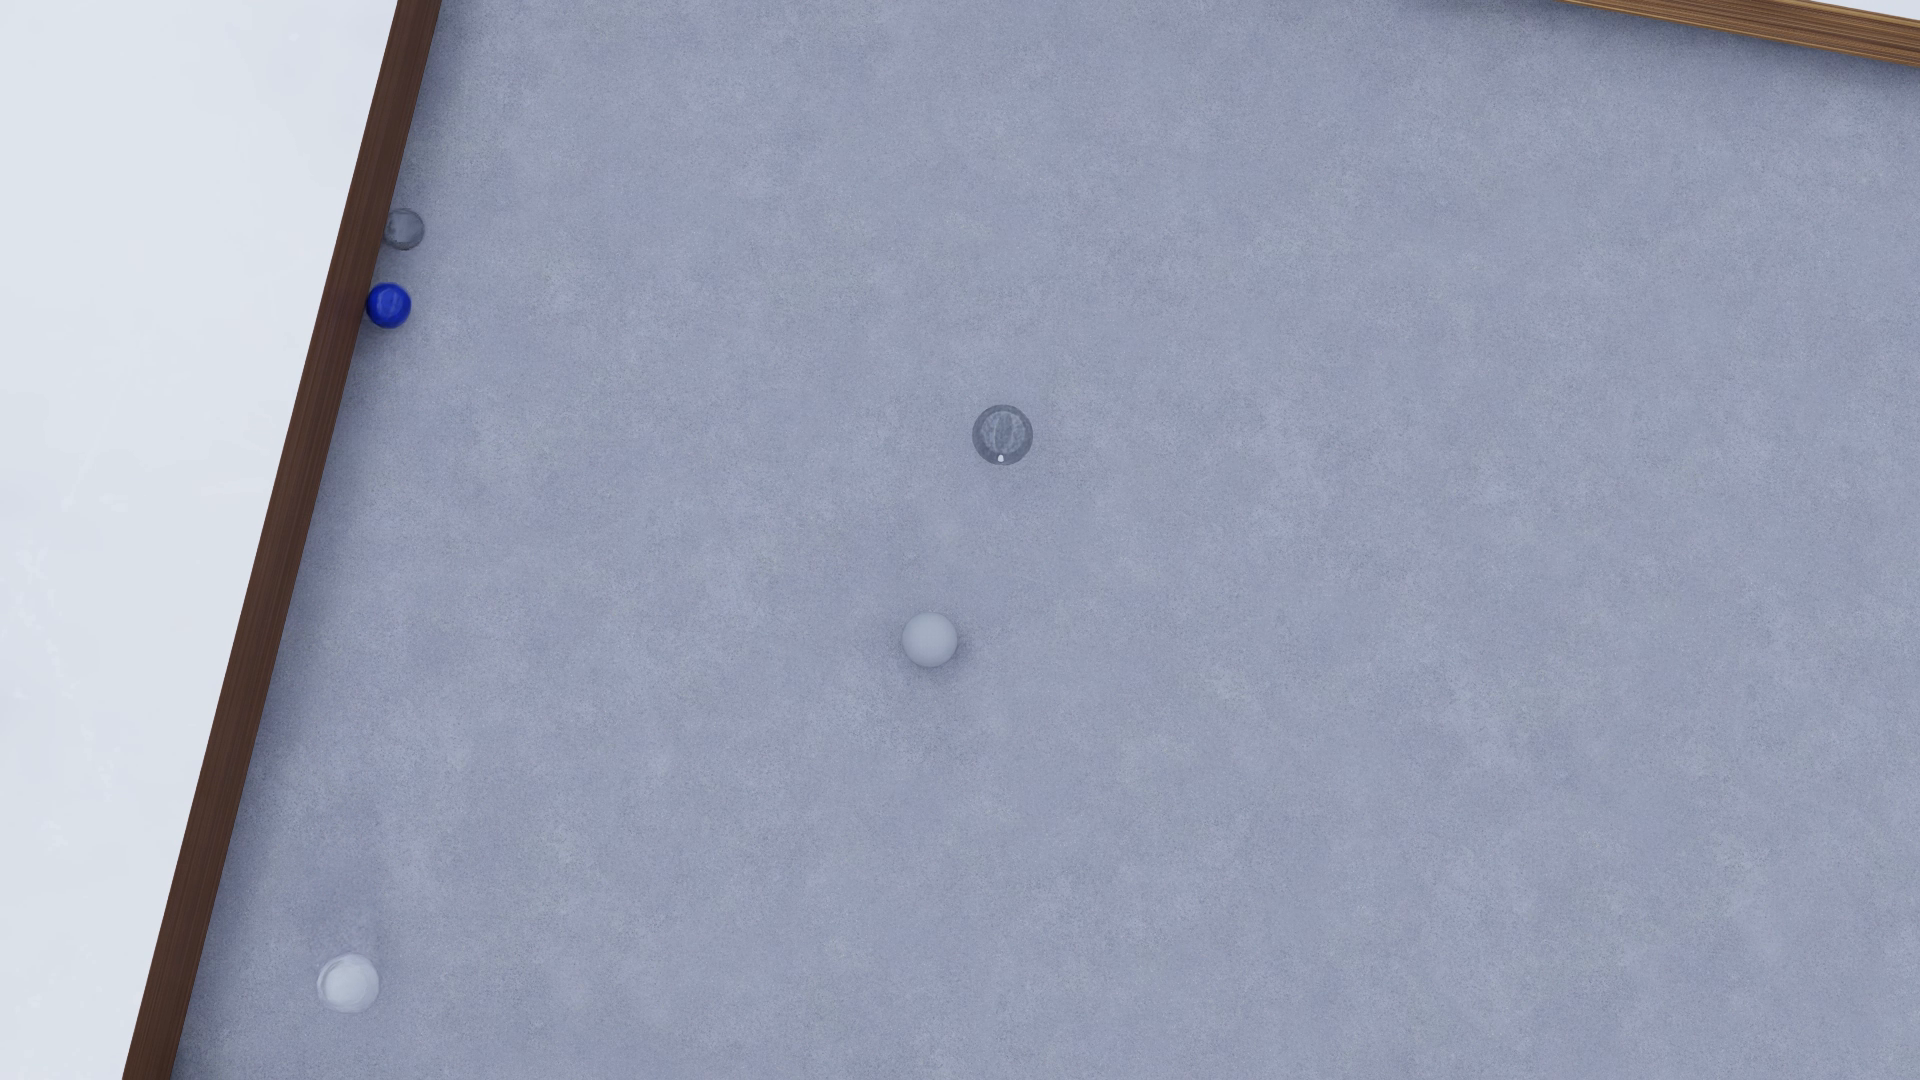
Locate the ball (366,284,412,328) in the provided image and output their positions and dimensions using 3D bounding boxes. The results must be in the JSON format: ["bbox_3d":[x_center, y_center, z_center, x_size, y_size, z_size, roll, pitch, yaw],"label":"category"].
[{"bbox_3d":[-0.871,-0.356,3.349,0.068,0.068,0.068,0,80,0],"label":"ball"}]

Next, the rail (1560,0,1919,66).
[{"bbox_3d":[1.177,-0.810,3.402,3.990,0.121,0.045,11,80,2],"label":"rail"}]

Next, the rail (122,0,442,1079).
[{"bbox_3d":[-0.956,-0.189,3.292,0.045,0.121,2.107,11,80,2],"label":"rail"}]

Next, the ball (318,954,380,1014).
[{"bbox_3d":[-0.880,0.638,3.163,0.087,0.087,0.087,0,80,0],"label":"ball"}]

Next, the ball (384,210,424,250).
[{"bbox_3d":[-0.853,-0.476,3.373,0.062,0.062,0.062,0,80,0],"label":"ball"}]

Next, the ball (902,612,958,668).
[{"bbox_3d":[-0.045,0.147,3.252,0.083,0.083,0.083,0,80,0],"label":"ball"}]

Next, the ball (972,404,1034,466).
[{"bbox_3d":[0.064,-0.157,3.301,0.093,0.093,0.093,0,80,0],"label":"ball"}]
